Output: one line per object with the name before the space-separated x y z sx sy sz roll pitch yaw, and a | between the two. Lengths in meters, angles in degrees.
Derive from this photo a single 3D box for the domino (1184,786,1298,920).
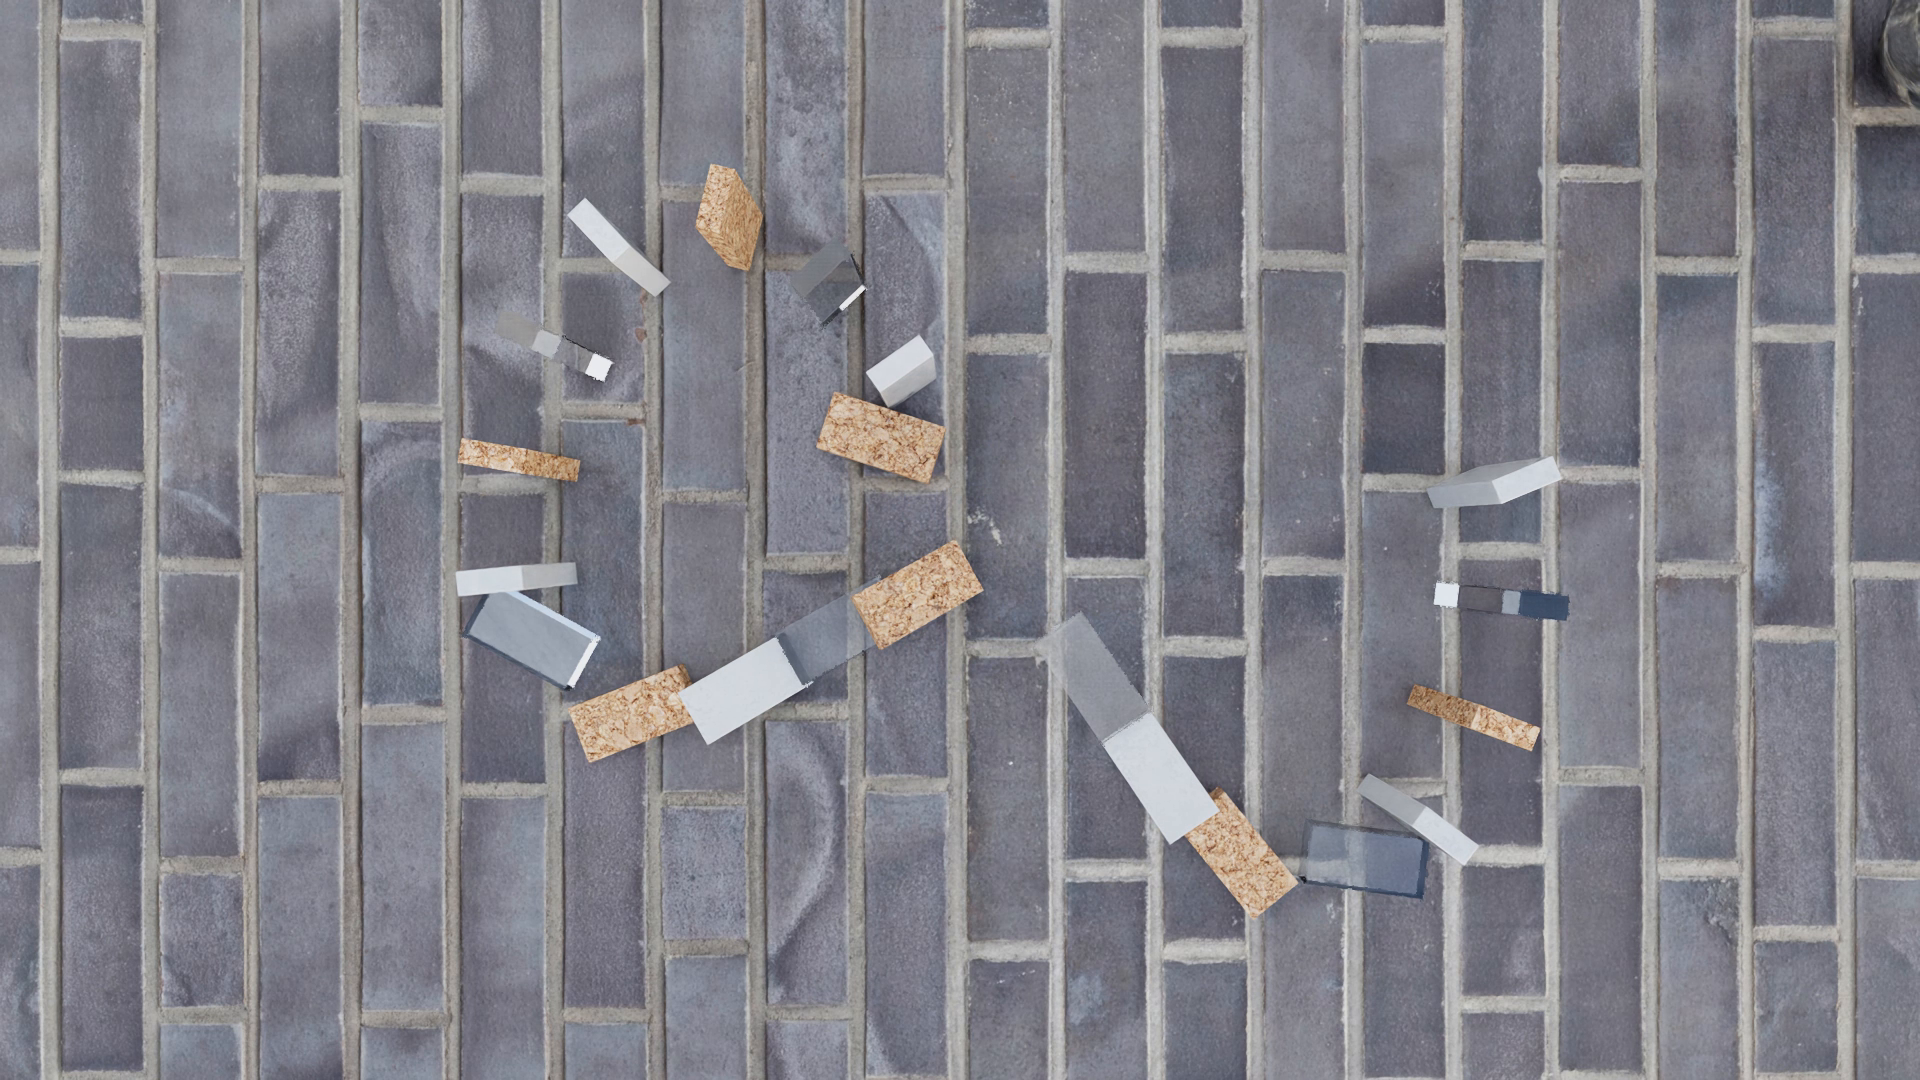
domino | 0.119 0.135 0.395 0.025 0.010 0.050 -39 90 0

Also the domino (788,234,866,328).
domino | -0.054 -0.105 0.375 0.025 0.050 0.010 -43 90 0

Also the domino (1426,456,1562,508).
domino | 0.217 -0.023 0.375 0.025 0.050 0.009 -22 90 0

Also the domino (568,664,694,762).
domino | -0.139 0.074 0.395 0.050 0.009 0.025 -21 90 0

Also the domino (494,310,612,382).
domino | -0.165 -0.079 0.375 0.025 0.050 0.009 23 90 0

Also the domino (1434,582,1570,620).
domino | 0.220 0.025 0.375 0.025 0.050 0.009 7 90 0

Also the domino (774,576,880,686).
domino | -0.051 0.038 0.390 0.050 0.010 0.025 -29 90 -12

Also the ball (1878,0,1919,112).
ball | 0.417 -0.208 0.360 0.080 0.080 0.080 0 90 0

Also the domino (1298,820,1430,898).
domino | 0.174 0.137 0.395 0.050 0.009 0.025 7 90 0

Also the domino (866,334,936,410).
domino | -0.023 -0.067 0.375 0.025 0.050 0.009 -35 90 0

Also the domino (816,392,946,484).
domino | -0.034 -0.044 0.395 0.050 0.009 0.025 18 90 0

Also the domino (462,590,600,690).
domino | -0.185 0.041 0.395 0.050 0.010 0.025 29 90 0

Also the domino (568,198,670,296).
domino | -0.138 -0.118 0.375 0.009 0.050 0.025 -43 90 0

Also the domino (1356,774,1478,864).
domino | 0.186 0.113 0.375 0.025 0.050 0.010 37 90 0

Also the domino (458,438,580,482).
domino | -0.179 -0.032 0.375 0.025 0.050 0.010 10 90 0

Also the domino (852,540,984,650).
domino | -0.018 0.023 0.389 0.050 0.009 0.025 -29 90 -15

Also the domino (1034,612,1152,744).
domino | 0.056 0.059 0.391 0.025 0.009 0.050 -34 79 0

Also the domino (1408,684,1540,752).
domino | 0.208 0.072 0.375 0.025 0.050 0.009 21 90 0

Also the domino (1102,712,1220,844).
domino | 0.084 0.100 0.390 0.025 0.010 0.050 -34 78 0

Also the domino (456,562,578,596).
domino | -0.180 0.016 0.375 0.025 0.050 0.010 -6 90 0

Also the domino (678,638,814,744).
domino | -0.091 0.063 0.390 0.050 0.010 0.025 -30 90 -11

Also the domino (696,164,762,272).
domino | -0.094 -0.131 0.375 0.009 0.050 0.025 14 90 0
